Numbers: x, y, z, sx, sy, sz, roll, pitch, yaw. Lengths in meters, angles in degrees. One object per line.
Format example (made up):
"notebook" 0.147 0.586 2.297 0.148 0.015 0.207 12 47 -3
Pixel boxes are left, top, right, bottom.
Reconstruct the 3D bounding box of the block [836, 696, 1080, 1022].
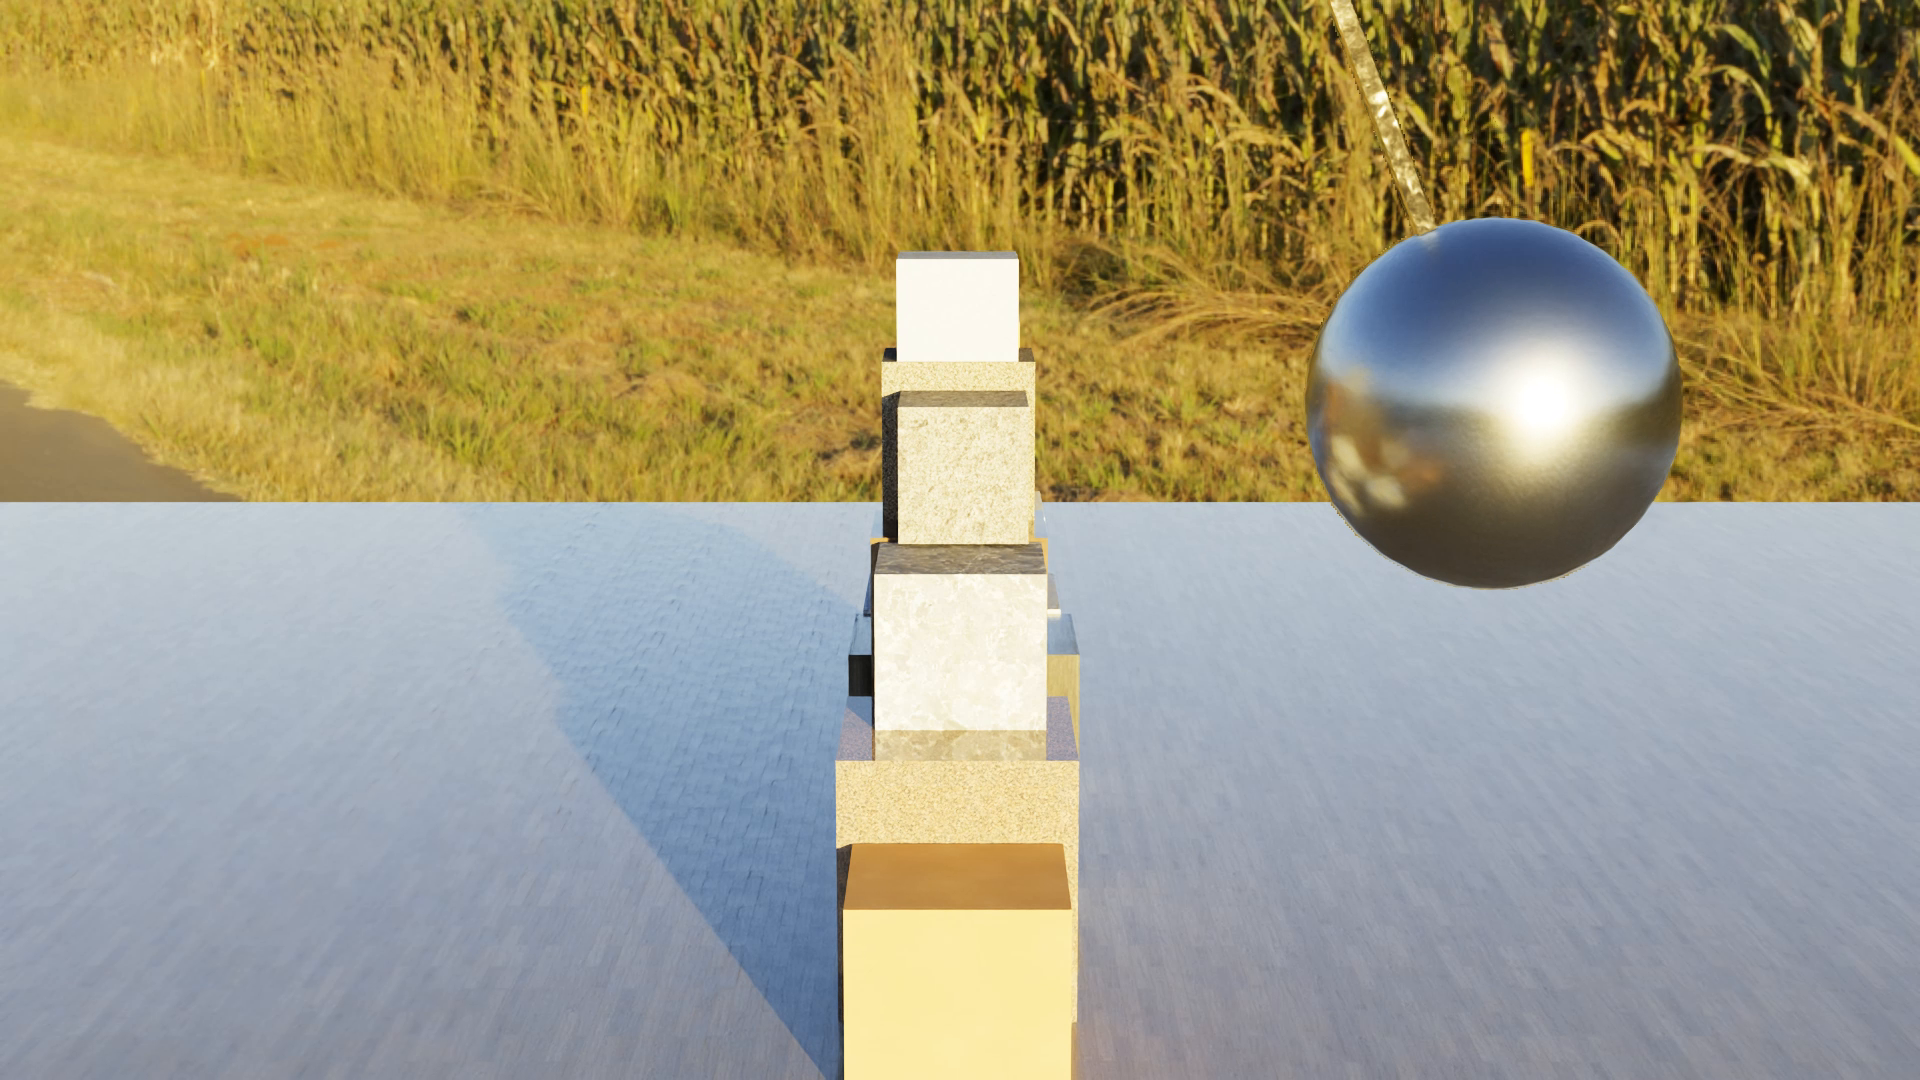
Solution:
"block" -0.010 1.222 10.016 0.895 1.012 0.993 0 10 0

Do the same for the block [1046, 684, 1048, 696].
"block" 0.005 1.114 10.940 0.744 0.895 0.844 0 10 0

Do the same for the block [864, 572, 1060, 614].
"block" 0.008 0.743 12.666 0.932 1.006 0.904 0 10 0

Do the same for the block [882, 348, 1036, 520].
"block" -0.007 -0.467 11.110 0.644 0.672 0.580 0 10 0

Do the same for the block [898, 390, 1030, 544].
"block" 0.014 -0.306 10.553 0.523 0.555 0.554 0 10 0

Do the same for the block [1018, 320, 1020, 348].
"block" 0.016 -0.715 11.631 0.496 0.596 0.525 0 11 0

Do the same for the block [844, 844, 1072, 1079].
"block" -0.008 1.535 9.170 0.778 0.699 0.765 0 10 0

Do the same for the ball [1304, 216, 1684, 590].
"ball" 2.295 -0.588 11.073 1.600 1.600 1.600 0 10 0

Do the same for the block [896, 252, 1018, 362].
"block" -0.010 -1.006 10.998 0.509 0.428 0.500 0 10 0

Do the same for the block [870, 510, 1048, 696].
"block" -0.004 0.296 10.863 0.723 0.741 0.671 0 10 0

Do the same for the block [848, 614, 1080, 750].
"block" 0.017 0.913 11.785 1.017 0.988 0.870 0 10 0

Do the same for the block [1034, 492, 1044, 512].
"block" 0.013 0.141 11.556 0.711 0.612 0.728 0 10 0

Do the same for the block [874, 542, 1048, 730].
"block" 0.003 0.370 10.170 0.658 0.610 0.698 0 10 0

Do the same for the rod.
"rod" 0.994 -3.679 10.511 0.080 5.200 0.080 -22 10 4
